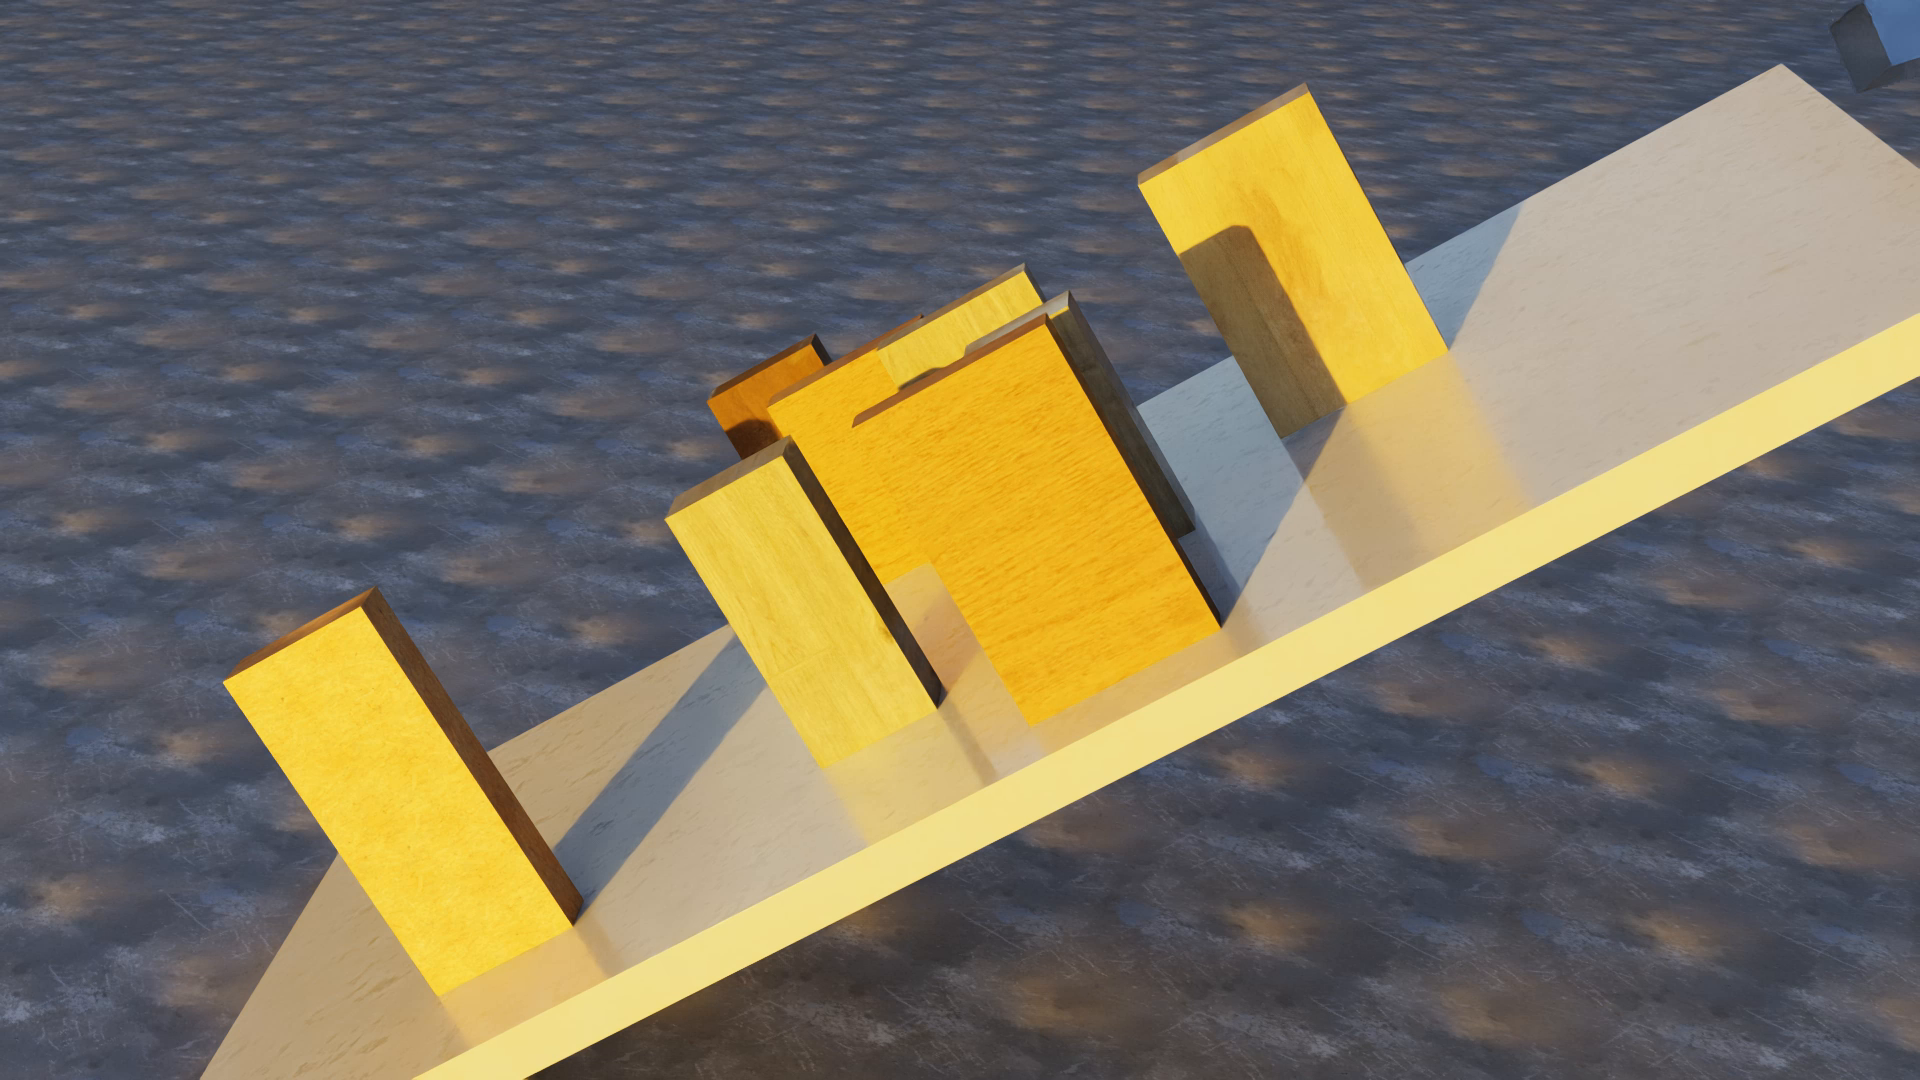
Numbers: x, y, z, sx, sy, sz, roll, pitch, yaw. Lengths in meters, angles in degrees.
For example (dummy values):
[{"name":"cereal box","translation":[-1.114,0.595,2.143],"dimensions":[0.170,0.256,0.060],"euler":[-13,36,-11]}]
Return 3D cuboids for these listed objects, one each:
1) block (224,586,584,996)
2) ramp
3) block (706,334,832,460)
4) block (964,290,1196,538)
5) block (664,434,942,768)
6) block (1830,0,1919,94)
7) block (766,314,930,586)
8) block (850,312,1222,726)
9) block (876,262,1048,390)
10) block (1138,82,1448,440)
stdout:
[{"name":"block","translation":[-1.106,0.507,5.882],"dimensions":[0.327,0.776,0.125],"euler":[-28,15,12]},{"name":"ramp","translation":[0.142,0.168,6.284],"dimensions":[4.000,0.100,2.000],"euler":[-28,15,12]},{"name":"block","translation":[-0.343,-0.189,7.154],"dimensions":[0.294,0.547,0.107],"euler":[-28,15,12]},{"name":"block","translation":[0.248,-0.212,6.055],"dimensions":[0.244,0.538,0.142],"euler":[-28,15,12]},{"name":"block","translation":[-0.309,0.126,5.903],"dimensions":[0.270,0.606,0.149],"euler":[-28,15,12]},{"name":"block","translation":[1.875,-1.013,5.918],"dimensions":[0.148,0.148,0.148],"euler":[-18,-9,-13]},{"name":"block","translation":[-0.143,-0.206,6.891],"dimensions":[0.409,0.505,0.111],"euler":[-28,15,12]},{"name":"block","translation":[0.144,-0.032,5.412],"dimensions":[0.403,0.661,0.088],"euler":[-28,15,12]},{"name":"block","translation":[0.119,-0.276,6.491],"dimensions":[0.371,0.559,0.089],"euler":[-28,15,12]},{"name":"block","translation":[0.704,-0.587,6.218],"dimensions":[0.400,0.628,0.126],"euler":[-28,15,12]}]
